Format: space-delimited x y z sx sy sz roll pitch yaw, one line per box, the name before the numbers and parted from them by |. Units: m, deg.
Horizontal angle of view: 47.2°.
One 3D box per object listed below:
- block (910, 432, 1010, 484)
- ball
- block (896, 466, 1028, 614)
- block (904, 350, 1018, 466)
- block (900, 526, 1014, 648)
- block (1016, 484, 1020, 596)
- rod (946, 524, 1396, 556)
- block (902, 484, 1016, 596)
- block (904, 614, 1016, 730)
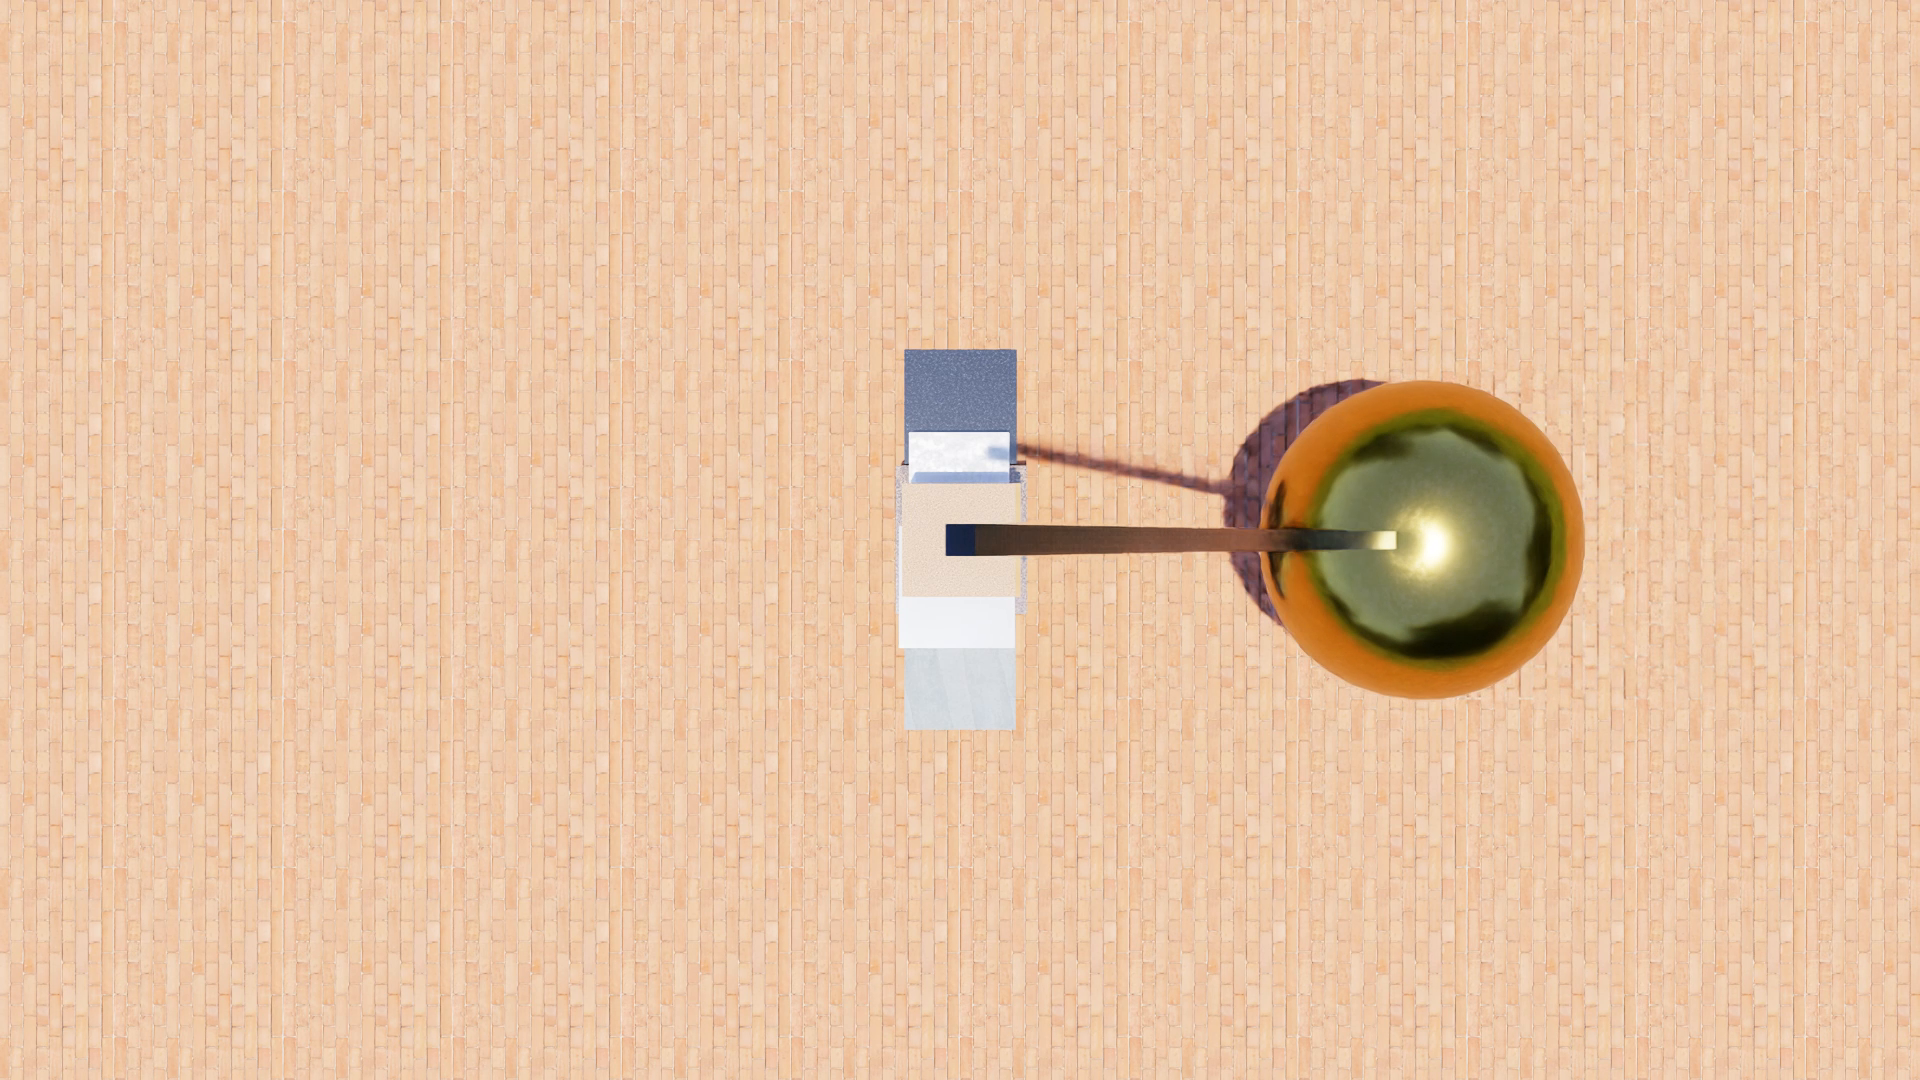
block | -0.004 -0.327 11.968 0.533 0.566 0.489 0 90 0
ball | 2.295 0.000 10.975 1.600 1.600 1.600 0 90 0
block | 0.007 -0.002 12.625 0.733 0.749 0.828 0 90 0
block | 0.003 -0.746 12.640 0.630 0.720 0.640 0 90 0
block | -0.016 0.249 11.942 0.612 0.618 0.644 0 90 0
block | 0.015 0.000 11.293 0.574 0.679 0.567 0 90 0
rod | 0.994 0.000 7.834 0.080 5.200 0.080 0 90 22
block | -0.006 0.000 10.670 0.535 0.567 0.534 0 90 0
block | 0.001 0.744 12.679 0.625 0.642 0.644 0 90 0
